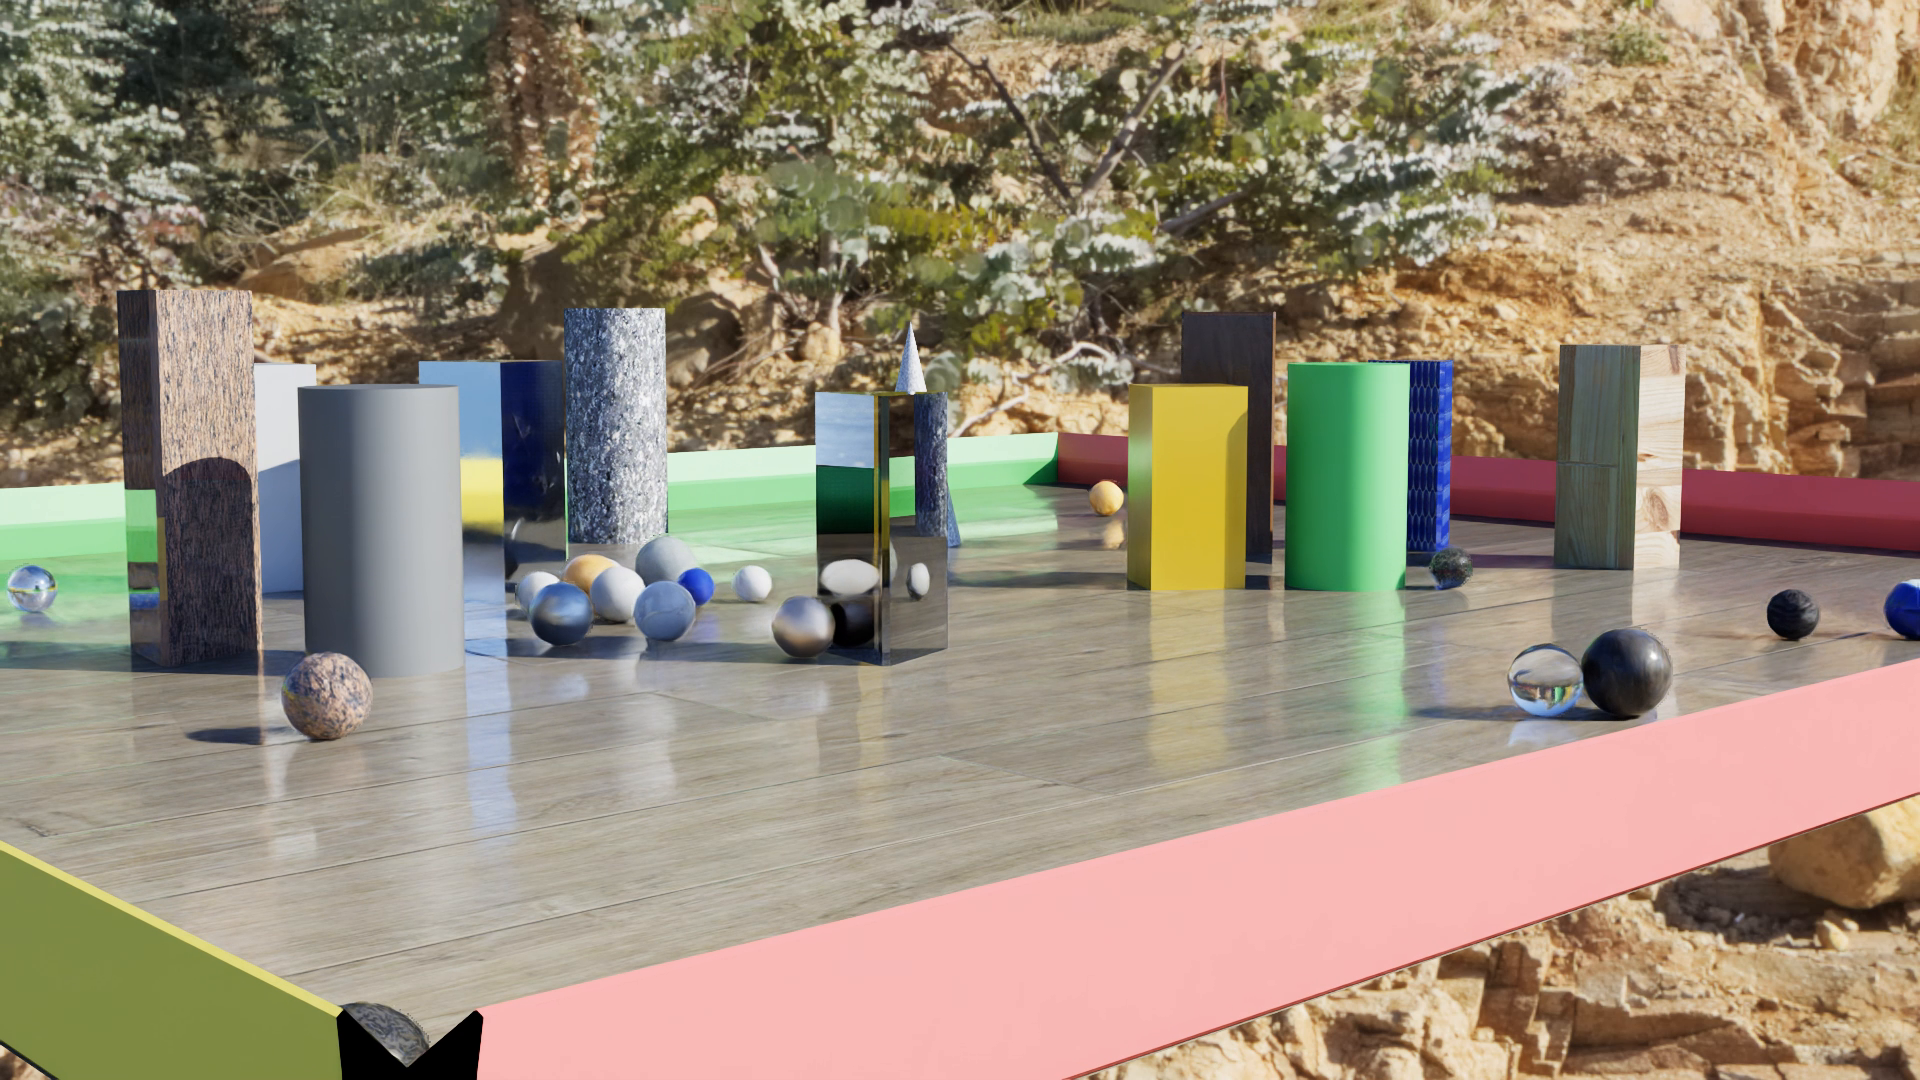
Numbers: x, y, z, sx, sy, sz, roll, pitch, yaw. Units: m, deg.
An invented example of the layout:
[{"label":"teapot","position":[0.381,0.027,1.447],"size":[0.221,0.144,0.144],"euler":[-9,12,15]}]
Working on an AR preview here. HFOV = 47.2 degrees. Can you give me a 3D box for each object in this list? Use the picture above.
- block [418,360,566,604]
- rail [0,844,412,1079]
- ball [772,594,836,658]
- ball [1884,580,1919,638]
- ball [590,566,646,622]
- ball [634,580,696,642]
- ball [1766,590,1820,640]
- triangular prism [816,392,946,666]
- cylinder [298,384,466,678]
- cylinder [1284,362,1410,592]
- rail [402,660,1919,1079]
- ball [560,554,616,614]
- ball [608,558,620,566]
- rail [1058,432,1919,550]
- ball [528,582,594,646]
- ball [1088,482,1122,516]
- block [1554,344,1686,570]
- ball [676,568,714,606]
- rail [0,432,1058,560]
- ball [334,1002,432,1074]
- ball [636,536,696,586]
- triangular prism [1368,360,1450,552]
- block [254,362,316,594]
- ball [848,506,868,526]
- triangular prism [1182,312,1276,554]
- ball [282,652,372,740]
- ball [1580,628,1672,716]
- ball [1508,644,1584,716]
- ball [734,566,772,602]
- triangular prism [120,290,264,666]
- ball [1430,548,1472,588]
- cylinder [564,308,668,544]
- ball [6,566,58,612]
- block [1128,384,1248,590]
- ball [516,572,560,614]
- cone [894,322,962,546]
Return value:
[{"label":"block","position":[-0.724,-0.095,3.415],"size":[0.155,0.365,0.155],"euler":[3,7,26]},{"label":"rail","position":[-1.301,0.158,2.138],"size":[0.045,0.126,3.144],"euler":[-6,8,-42]},{"label":"ball","position":[-0.201,0.110,2.818],"size":[0.081,0.081,0.081],"euler":[0,6,0]},{"label":"ball","position":[1.296,0.094,2.983],"size":[0.080,0.080,0.080],"euler":[0,6,0]},{"label":"ball","position":[-0.487,0.078,3.134],"size":[0.080,0.080,0.080],"euler":[0,6,0]},{"label":"ball","position":[-0.396,0.096,2.949],"size":[0.083,0.083,0.083],"euler":[0,6,0]},{"label":"ball","position":[1.127,0.100,2.976],"size":[0.068,0.068,0.068],"euler":[0,6,0]},{"label":"triangular prism","position":[-0.079,-0.021,2.840],"size":[0.145,0.338,0.168],"euler":[-4,7,-34]},{"label":"cylinder","position":[-0.719,-0.016,2.738],"size":[0.194,0.349,0.194],"euler":[0,6,0]},{"label":"cylinder","position":[0.625,-0.106,3.555],"size":[0.194,0.357,0.194],"euler":[0,6,0]},{"label":"rail","position":[1.050,0.152,2.200],"size":[3.589,0.126,0.045],"euler":[-6,8,-42]},{"label":"ball","position":[-0.541,0.064,3.223],"size":[0.088,0.088,0.088],"euler":[0,6,0]},{"label":"ball","position":[-0.537,0.063,3.309],"size":[0.072,0.072,0.072],"euler":[0,6,0]},{"label":"rail","position":[1.301,-0.093,4.526],"size":[0.045,0.126,3.144],"euler":[-6,8,-42]},{"label":"ball","position":[-0.529,0.098,2.918],"size":[0.085,0.085,0.085],"euler":[0,6,0]},{"label":"ball","position":[0.315,-0.090,4.755],"size":[0.074,0.074,0.074],"euler":[0,6,0]},{"label":"block","position":[1.153,-0.150,3.846],"size":[0.155,0.383,0.155],"euler":[-6,8,-44]},{"label":"ball","position":[-0.397,0.071,3.300],"size":[0.058,0.058,0.058],"euler":[0,6,0]},{"label":"rail","position":[-1.050,-0.086,4.464],"size":[3.589,0.126,0.045],"euler":[-6,8,-42]},{"label":"ball","position":[-0.318,0.285,1.163],"size":[0.079,0.079,0.079],"euler":[0,6,0]},{"label":"ball","position":[-0.457,0.041,3.412],"size":[0.094,0.094,0.094],"euler":[0,6,0]},{"label":"triangular prism","position":[0.876,-0.163,4.133],"size":[0.145,0.349,0.168],"euler":[-6,8,-42]},{"label":"block","position":[-1.128,-0.102,3.514],"size":[0.155,0.357,0.155],"euler":[-5,8,-37]},{"label":"ball","position":[-0.209,-0.049,4.512],"size":[0.044,0.044,0.044],"euler":[0,6,0]},{"label":"triangular prism","position":[0.497,-0.203,4.081],"size":[0.168,0.440,0.145],"euler":[1,6,8]},{"label":"ball","position":[-0.658,0.161,2.285],"size":[0.090,0.090,0.090],"euler":[0,6,0]},{"label":"ball","position":[0.730,0.145,2.411],"size":[0.097,0.097,0.097],"euler":[0,6,0]},{"label":"ball","position":[0.641,0.154,2.408],"size":[0.080,0.080,0.080],"euler":[0,6,0]},{"label":"ball","position":[-0.315,0.067,3.346],"size":[0.057,0.057,0.057],"euler":[0,6,0]},{"label":"triangular prism","position":[-0.979,-0.086,2.836],"size":[0.145,0.468,0.168],"euler":[-4,7,-33]},{"label":"ball","position":[0.785,0.045,3.517],"size":[0.065,0.065,0.065],"euler":[0,6,0]},{"label":"cylinder","position":[-0.664,-0.224,4.253],"size":[0.194,0.446,0.194],"euler":[0,6,0]},{"label":"ball","position":[-1.365,0.072,3.235],"size":[0.069,0.069,0.069],"euler":[0,6,0]},{"label":"block","position":[0.366,-0.089,3.561],"size":[0.155,0.322,0.155],"euler":[-1,6,-10]},{"label":"ball","position":[-0.606,0.079,3.177],"size":[0.067,0.067,0.067],"euler":[0,6,0]},{"label":"cone","position":[-0.094,-0.205,4.184],"size":[0.194,0.422,0.194],"euler":[0,6,0]}]
